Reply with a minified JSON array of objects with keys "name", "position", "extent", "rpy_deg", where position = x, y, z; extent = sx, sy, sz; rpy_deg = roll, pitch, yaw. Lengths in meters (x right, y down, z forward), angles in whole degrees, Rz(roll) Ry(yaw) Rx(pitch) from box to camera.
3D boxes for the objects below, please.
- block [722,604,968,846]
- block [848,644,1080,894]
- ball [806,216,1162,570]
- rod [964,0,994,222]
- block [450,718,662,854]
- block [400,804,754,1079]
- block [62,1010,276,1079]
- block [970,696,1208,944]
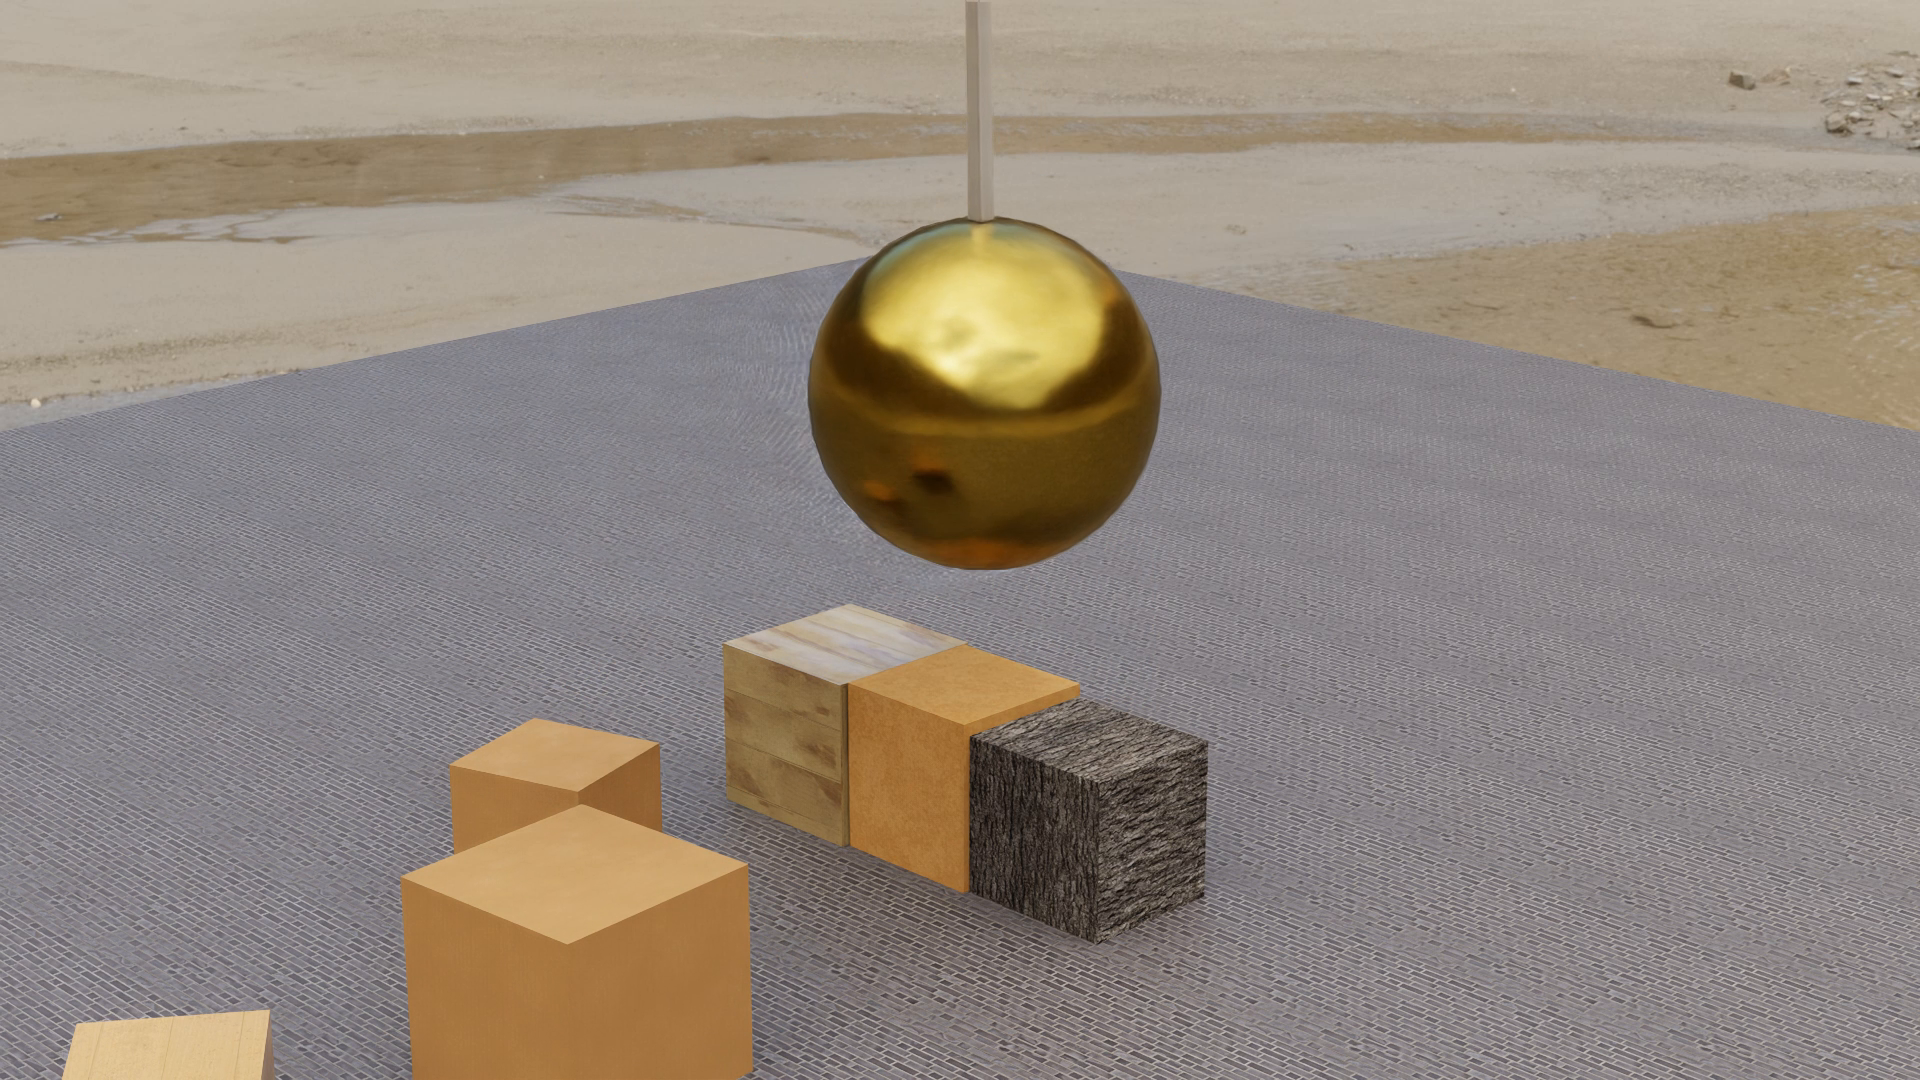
[{"name":"block","position":[-0.550,0.879,14.203],"extent":[0.838,0.807,0.829],"rpy_deg":[-17,24,-42]},{"name":"block","position":[0.018,1.049,13.648],"extent":[0.754,0.815,0.761],"rpy_deg":[-17,24,-42]},{"name":"ball","position":[0.109,-0.661,13.248],"extent":[1.600,1.600,1.600],"rpy_deg":[0,17,0]},{"name":"rod","position":[0.047,-3.885,12.170],"extent":[0.080,5.200,0.080],"rpy_deg":[17,25,42]},{"name":"block","position":[-1.827,1.256,13.330],"extent":[0.692,0.611,0.656],"rpy_deg":[9,19,26]},{"name":"block","position":[-1.485,1.700,11.449],"extent":[0.941,0.891,0.945],"rpy_deg":[14,22,38]},{"name":"block","position":[-2.806,2.137,10.457],"extent":[0.683,0.651,0.637],"rpy_deg":[-3,18,-9]},{"name":"block","position":[0.572,1.241,13.137],"extent":[0.712,0.755,0.785],"rpy_deg":[-17,24,-42]}]
